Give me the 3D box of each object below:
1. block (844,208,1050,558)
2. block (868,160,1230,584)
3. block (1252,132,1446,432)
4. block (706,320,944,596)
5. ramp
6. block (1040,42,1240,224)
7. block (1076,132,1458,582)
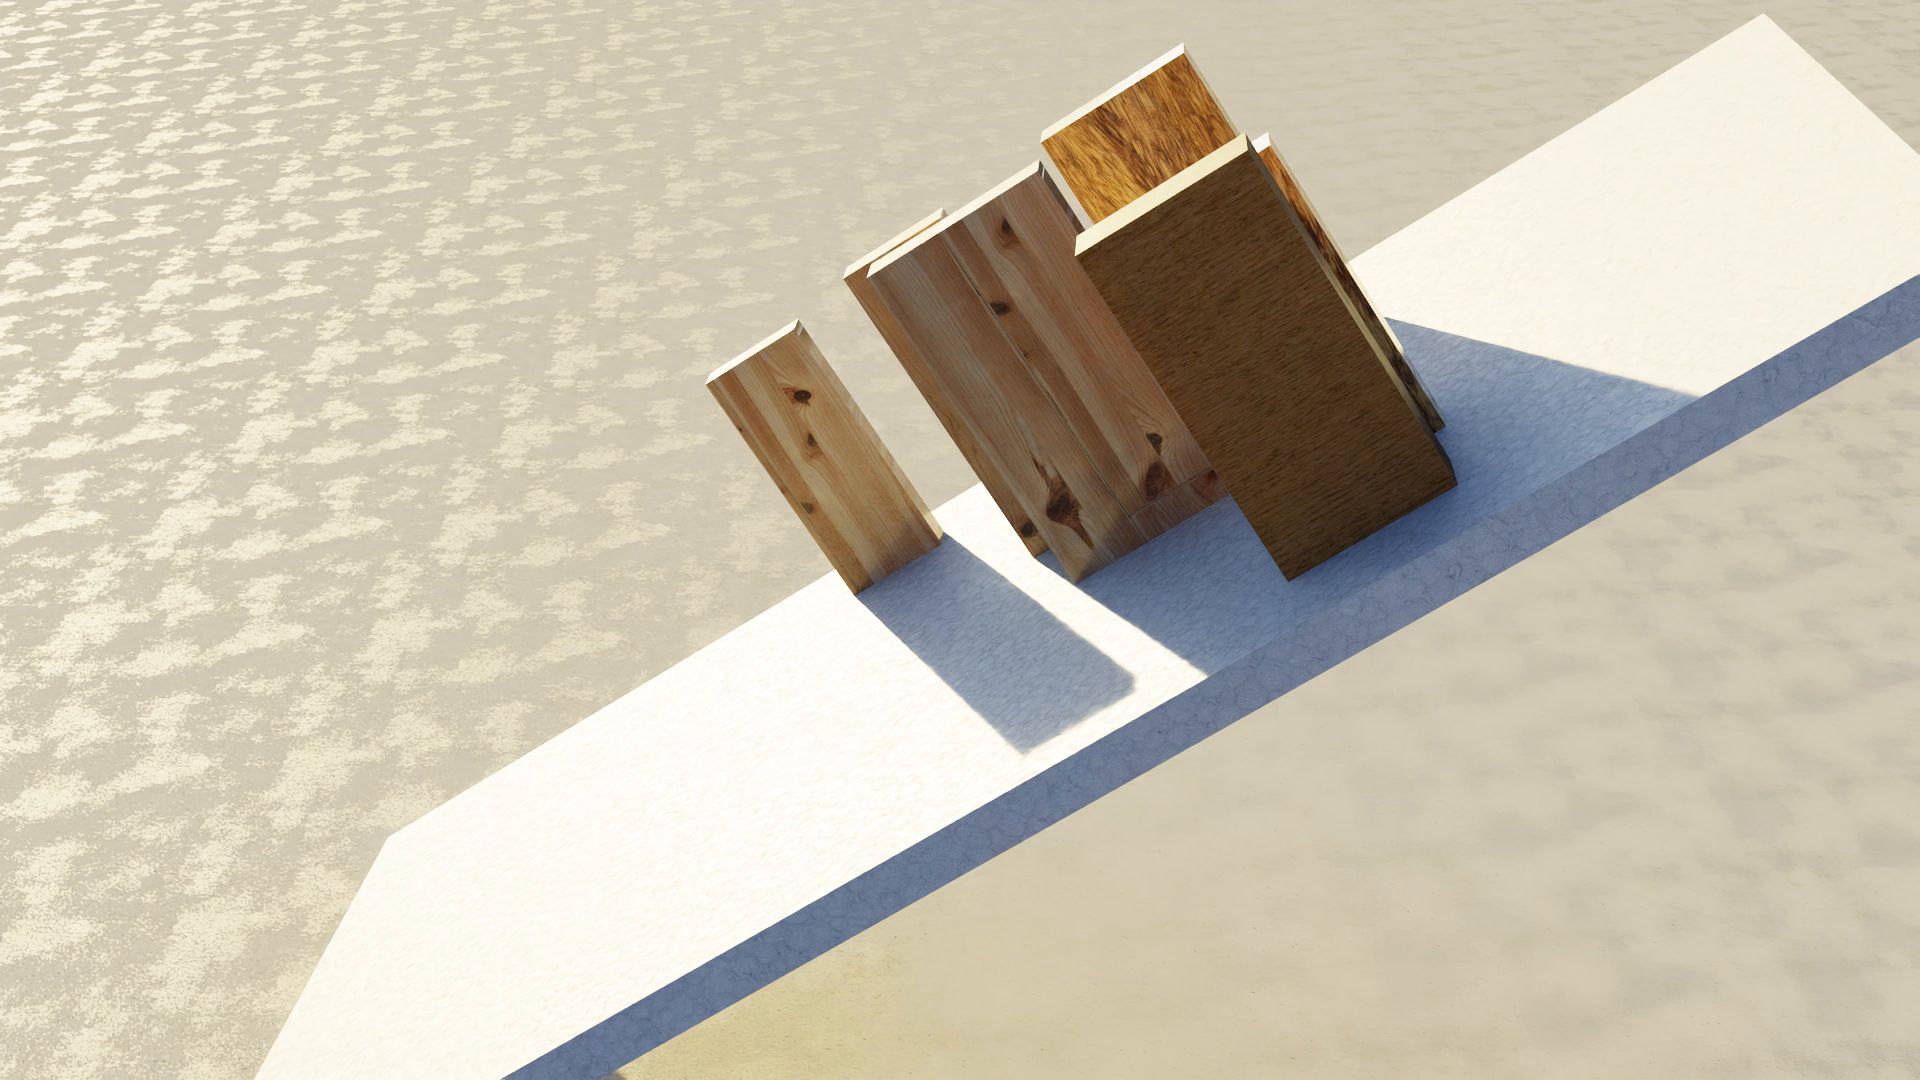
[{"bbox_3d":[0.062,-0.335,6.370,0.247,0.751,0.093,-31,15,14],"label":"block"},{"bbox_3d":[0.200,-0.337,6.026,0.409,0.781,0.101,-31,15,14],"label":"block"},{"bbox_3d":[0.622,-0.415,5.631,0.320,0.647,0.111,-31,15,14],"label":"block"},{"bbox_3d":[-0.317,-0.193,6.977,0.253,0.626,0.087,-31,15,14],"label":"block"},{"bbox_3d":[0.139,0.171,6.295,4.000,0.100,2.000,-31,15,14],"label":"ramp"},{"bbox_3d":[0.531,-0.701,6.573,0.369,0.716,0.114,-31,15,14],"label":"block"},{"bbox_3d":[0.557,-0.326,5.335,0.357,0.730,0.142,-31,15,14],"label":"block"}]
